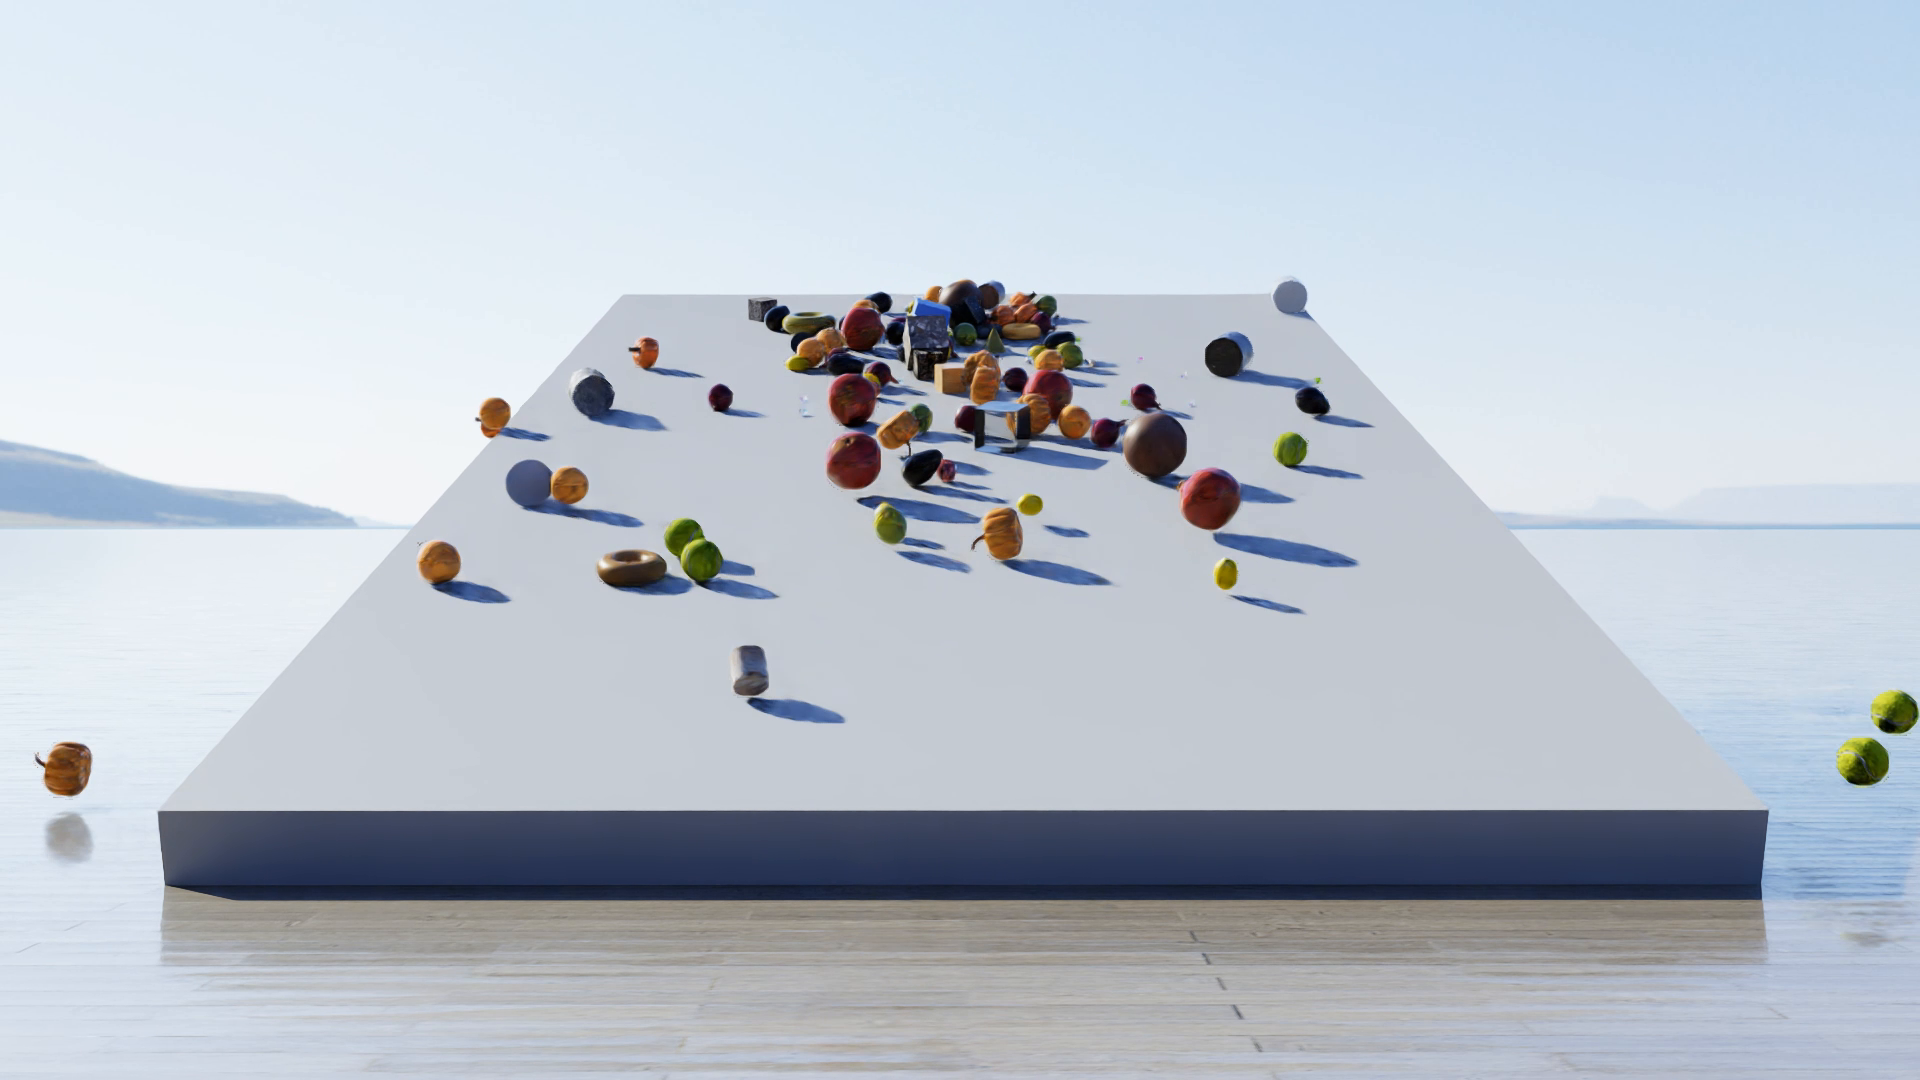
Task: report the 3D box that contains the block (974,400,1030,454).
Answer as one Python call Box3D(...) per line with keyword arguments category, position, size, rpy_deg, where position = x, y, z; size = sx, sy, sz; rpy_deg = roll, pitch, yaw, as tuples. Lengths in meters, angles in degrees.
Box3D(category="block", position=(0.089, -0.237, 4.624), size=(0.090, 0.090, 0.090), rpy_deg=(7, 17, 23))

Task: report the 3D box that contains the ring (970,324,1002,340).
Box3D(category="ring", position=(0.071, -0.558, 5.890), size=(0.091, 0.030, 0.091), rpy_deg=(-1, 16, 0))

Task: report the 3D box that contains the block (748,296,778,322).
Box3D(category="block", position=(-0.551, -0.645, 6.148), size=(0.058, 0.058, 0.058), rpy_deg=(-14, 21, -41))

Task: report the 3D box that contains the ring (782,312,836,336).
Box3D(category="ring", position=(-0.408, -0.587, 5.959), size=(0.148, 0.049, 0.148), rpy_deg=(-1, 15, 0))

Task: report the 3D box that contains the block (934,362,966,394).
Box3D(category="block", position=(-0.022, -0.382, 5.199), size=(0.060, 0.060, 0.060), rpy_deg=(-5, 16, -16))

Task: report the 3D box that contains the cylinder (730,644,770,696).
Box3D(category="cylinder", position=(-0.299, 0.185, 3.123), size=(0.052, 0.052, 0.052), rpy_deg=(-8, -37, -6))

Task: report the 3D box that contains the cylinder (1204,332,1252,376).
Box3D(category="cylinder", position=(0.660, -0.457, 5.402), size=(0.096, 0.096, 0.096), rpy_deg=(0, 14, 23))

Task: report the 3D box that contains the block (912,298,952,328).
Box3D(category="block", position=(-0.082, -0.578, 5.806), size=(0.091, 0.091, 0.091), rpy_deg=(14, 14, -8))

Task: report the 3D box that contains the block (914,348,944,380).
Box3D(category="block", position=(-0.077, -0.428, 5.359), size=(0.064, 0.064, 0.064), rpy_deg=(-3, 16, -9))

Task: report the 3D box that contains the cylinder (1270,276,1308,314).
Box3D(category="cylinder", position=(0.938, -0.701, 6.282), size=(0.097, 0.097, 0.097), rpy_deg=(0, 16, 2))

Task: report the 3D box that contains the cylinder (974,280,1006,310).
Box3D(category="cylinder", position=(0.088, -0.708, 6.350), size=(0.073, 0.073, 0.073), rpy_deg=(0, 15, 17))

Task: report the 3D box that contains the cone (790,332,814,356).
Box3D(category="cone", position=(-0.399, -0.499, 5.679), size=(0.063, 0.063, 0.063), rpy_deg=(0, -11, 9))

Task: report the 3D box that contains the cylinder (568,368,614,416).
Box3D(category="cylinder", position=(-0.833, -0.333, 4.961), size=(0.092, 0.092, 0.092), rpy_deg=(0, 15, -18))

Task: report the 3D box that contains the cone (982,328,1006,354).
Box3D(category="cone", position=(0.088, -0.521, 5.691), size=(0.066, 0.066, 0.066), rpy_deg=(0, 16, 0))

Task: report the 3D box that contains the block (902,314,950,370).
Box3D(category="block", position=(-0.084, -0.489, 5.442), size=(0.096, 0.096, 0.096), rpy_deg=(-3, -28, -9))

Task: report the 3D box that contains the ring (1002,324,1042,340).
Box3D(category="ring", position=(0.165, -0.557, 5.879), size=(0.105, 0.035, 0.105), rpy_deg=(0, 14, 0))

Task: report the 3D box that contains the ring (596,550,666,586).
Box3D(category="ring", position=(-0.552, 0.046, 3.697), size=(0.117, 0.039, 0.117), rpy_deg=(1, 16, 0))

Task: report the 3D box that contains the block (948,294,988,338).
Box3D(category="block", position=(0.012, -0.602, 5.905), size=(0.077, 0.077, 0.077), rpy_deg=(-29, 2, 26))

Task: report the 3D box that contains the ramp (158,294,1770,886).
Box3D(category="ramp", position=(-0.002, -0.152, 4.669), size=(2.000, 0.100, 4.000), rpy_deg=(0, 16, 0))
